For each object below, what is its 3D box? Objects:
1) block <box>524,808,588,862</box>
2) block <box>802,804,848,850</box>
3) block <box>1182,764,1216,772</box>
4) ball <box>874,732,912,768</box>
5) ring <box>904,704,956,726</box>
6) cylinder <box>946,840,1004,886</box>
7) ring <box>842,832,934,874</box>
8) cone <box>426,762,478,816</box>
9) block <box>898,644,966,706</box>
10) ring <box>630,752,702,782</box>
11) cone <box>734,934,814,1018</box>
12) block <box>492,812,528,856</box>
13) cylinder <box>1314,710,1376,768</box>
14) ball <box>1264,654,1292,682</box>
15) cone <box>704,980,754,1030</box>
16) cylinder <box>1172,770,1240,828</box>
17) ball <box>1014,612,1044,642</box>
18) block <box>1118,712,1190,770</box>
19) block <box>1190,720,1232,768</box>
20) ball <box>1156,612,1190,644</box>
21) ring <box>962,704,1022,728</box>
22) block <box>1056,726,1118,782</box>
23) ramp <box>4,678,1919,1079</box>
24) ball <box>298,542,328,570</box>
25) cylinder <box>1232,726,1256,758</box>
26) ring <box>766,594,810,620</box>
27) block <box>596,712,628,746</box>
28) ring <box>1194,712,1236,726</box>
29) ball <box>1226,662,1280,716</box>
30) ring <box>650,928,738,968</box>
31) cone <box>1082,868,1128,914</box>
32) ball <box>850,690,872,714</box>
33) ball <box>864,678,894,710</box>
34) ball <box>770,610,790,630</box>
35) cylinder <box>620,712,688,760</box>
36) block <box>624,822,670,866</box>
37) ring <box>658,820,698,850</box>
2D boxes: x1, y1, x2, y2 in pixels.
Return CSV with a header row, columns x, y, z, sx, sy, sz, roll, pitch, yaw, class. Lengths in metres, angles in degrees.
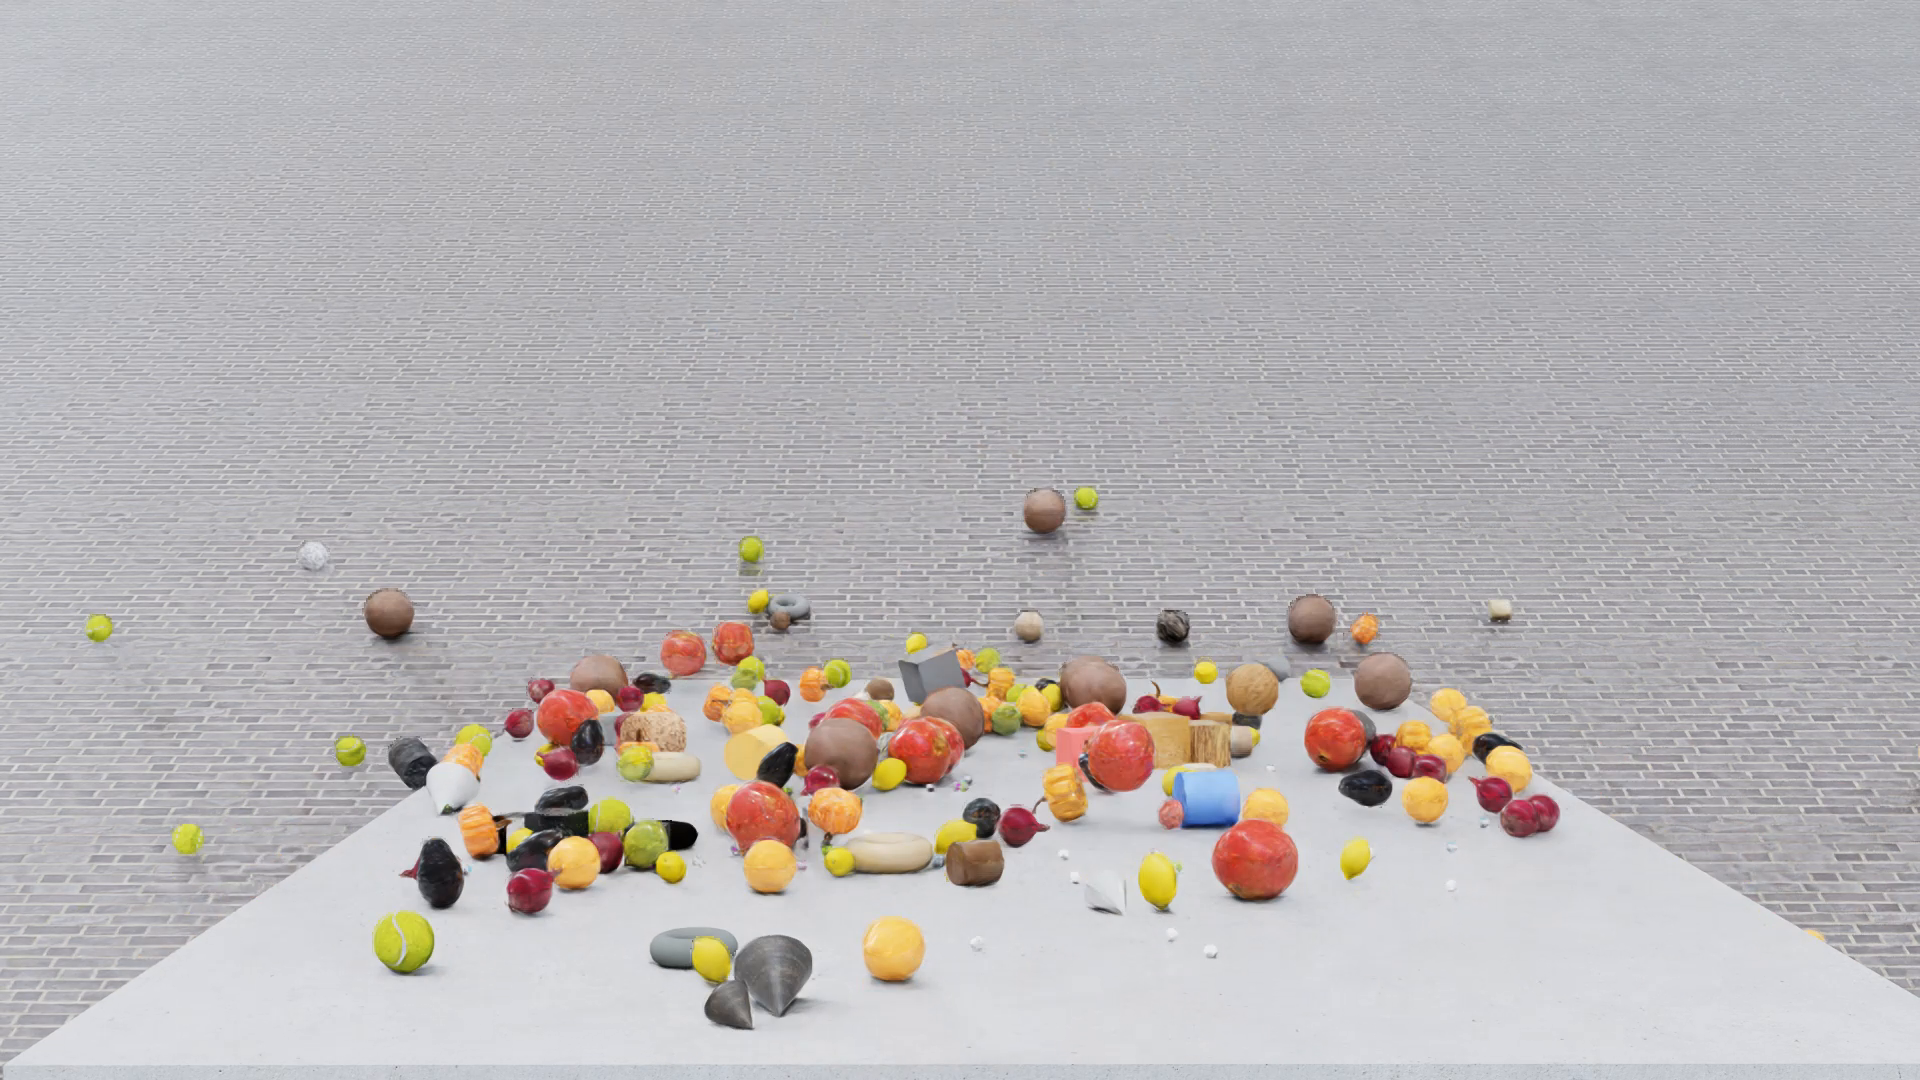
x,y,z,sx,sy,sz,roll,pitch,yaw,class
-0.592,0.433,3.784,0.067,0.067,0.067,1,3,25,block
-0.203,0.433,3.880,0.059,0.059,0.059,-1,2,-13,block
0.411,0.413,4.426,0.052,0.052,0.052,0,2,0,block
-0.125,0.390,4.796,0.068,0.068,0.068,0,23,0,ball
-0.065,0.376,5.513,0.114,0.038,0.114,-1,3,0,ring
0.020,0.445,3.553,0.060,0.060,0.060,0,21,-28,cylinder
-0.104,0.449,3.688,0.131,0.044,0.131,-1,3,0,ring
-0.847,0.428,4.237,0.089,0.089,0.089,2,29,4,cone
-0.059,0.283,5.395,0.094,0.094,0.094,-21,12,-26,block
-0.531,0.410,4.639,0.130,0.043,0.130,0,4,0,ring
-0.198,0.488,2.778,0.087,0.087,0.087,-3,29,-7,cone
-0.654,0.437,3.825,0.056,0.056,0.056,2,3,34,block
0.726,0.372,4.844,0.099,0.099,0.099,9,5,19,cylinder
0.797,0.322,6.453,0.068,0.068,0.068,0,23,0,ball
-0.231,0.499,2.702,0.054,0.054,0.054,-17,38,-33,cone
0.390,0.410,4.075,0.087,0.087,0.087,0,23,-9,cylinder
0.187,0.233,6.949,0.081,0.081,0.081,0,23,0,ball
0.363,0.376,4.812,0.095,0.095,0.095,-1,3,-27,block
0.453,0.383,4.828,0.080,0.080,0.080,-1,3,-27,block
0.573,0.236,6.930,0.089,0.089,0.089,0,23,0,ball
0.069,0.374,5.495,0.130,0.043,0.130,-1,1,0,ring
0.230,0.386,4.647,0.088,0.088,0.088,-1,2,-17,block
0.054,0.485,4.539,2.000,0.100,4.000,0,2,0,ramp
-1.855,0.045,7.383,0.083,0.083,0.083,0,23,0,ball
0.526,0.387,4.953,0.059,0.059,0.059,16,14,-28,cylinder
-0.474,0.186,7.108,0.123,0.041,0.123,0,24,0,ring
-0.698,0.380,5.161,0.060,0.060,0.060,-1,2,-13,block
0.538,0.382,5.448,0.089,0.030,0.089,-1,-1,0,ring
0.540,0.277,4.754,0.100,0.100,0.100,0,23,0,ball
-0.314,0.480,3.033,0.104,0.035,0.104,-1,3,0,ring
0.202,0.470,3.343,0.061,0.061,0.061,-15,50,-30,cone
-0.221,0.361,5.734,0.050,0.050,0.050,0,23,0,ball
-0.182,0.348,5.819,0.070,0.070,0.070,0,23,0,ball
-0.489,0.219,7.013,0.055,0.055,0.055,0,23,0,ball
-0.584,0.375,4.903,0.091,0.091,0.091,22,16,41,cylinder
-0.453,0.441,3.729,0.055,0.055,0.055,0,2,4,block
-0.448,0.445,3.878,0.106,0.035,0.106,-1,1,0,ring
